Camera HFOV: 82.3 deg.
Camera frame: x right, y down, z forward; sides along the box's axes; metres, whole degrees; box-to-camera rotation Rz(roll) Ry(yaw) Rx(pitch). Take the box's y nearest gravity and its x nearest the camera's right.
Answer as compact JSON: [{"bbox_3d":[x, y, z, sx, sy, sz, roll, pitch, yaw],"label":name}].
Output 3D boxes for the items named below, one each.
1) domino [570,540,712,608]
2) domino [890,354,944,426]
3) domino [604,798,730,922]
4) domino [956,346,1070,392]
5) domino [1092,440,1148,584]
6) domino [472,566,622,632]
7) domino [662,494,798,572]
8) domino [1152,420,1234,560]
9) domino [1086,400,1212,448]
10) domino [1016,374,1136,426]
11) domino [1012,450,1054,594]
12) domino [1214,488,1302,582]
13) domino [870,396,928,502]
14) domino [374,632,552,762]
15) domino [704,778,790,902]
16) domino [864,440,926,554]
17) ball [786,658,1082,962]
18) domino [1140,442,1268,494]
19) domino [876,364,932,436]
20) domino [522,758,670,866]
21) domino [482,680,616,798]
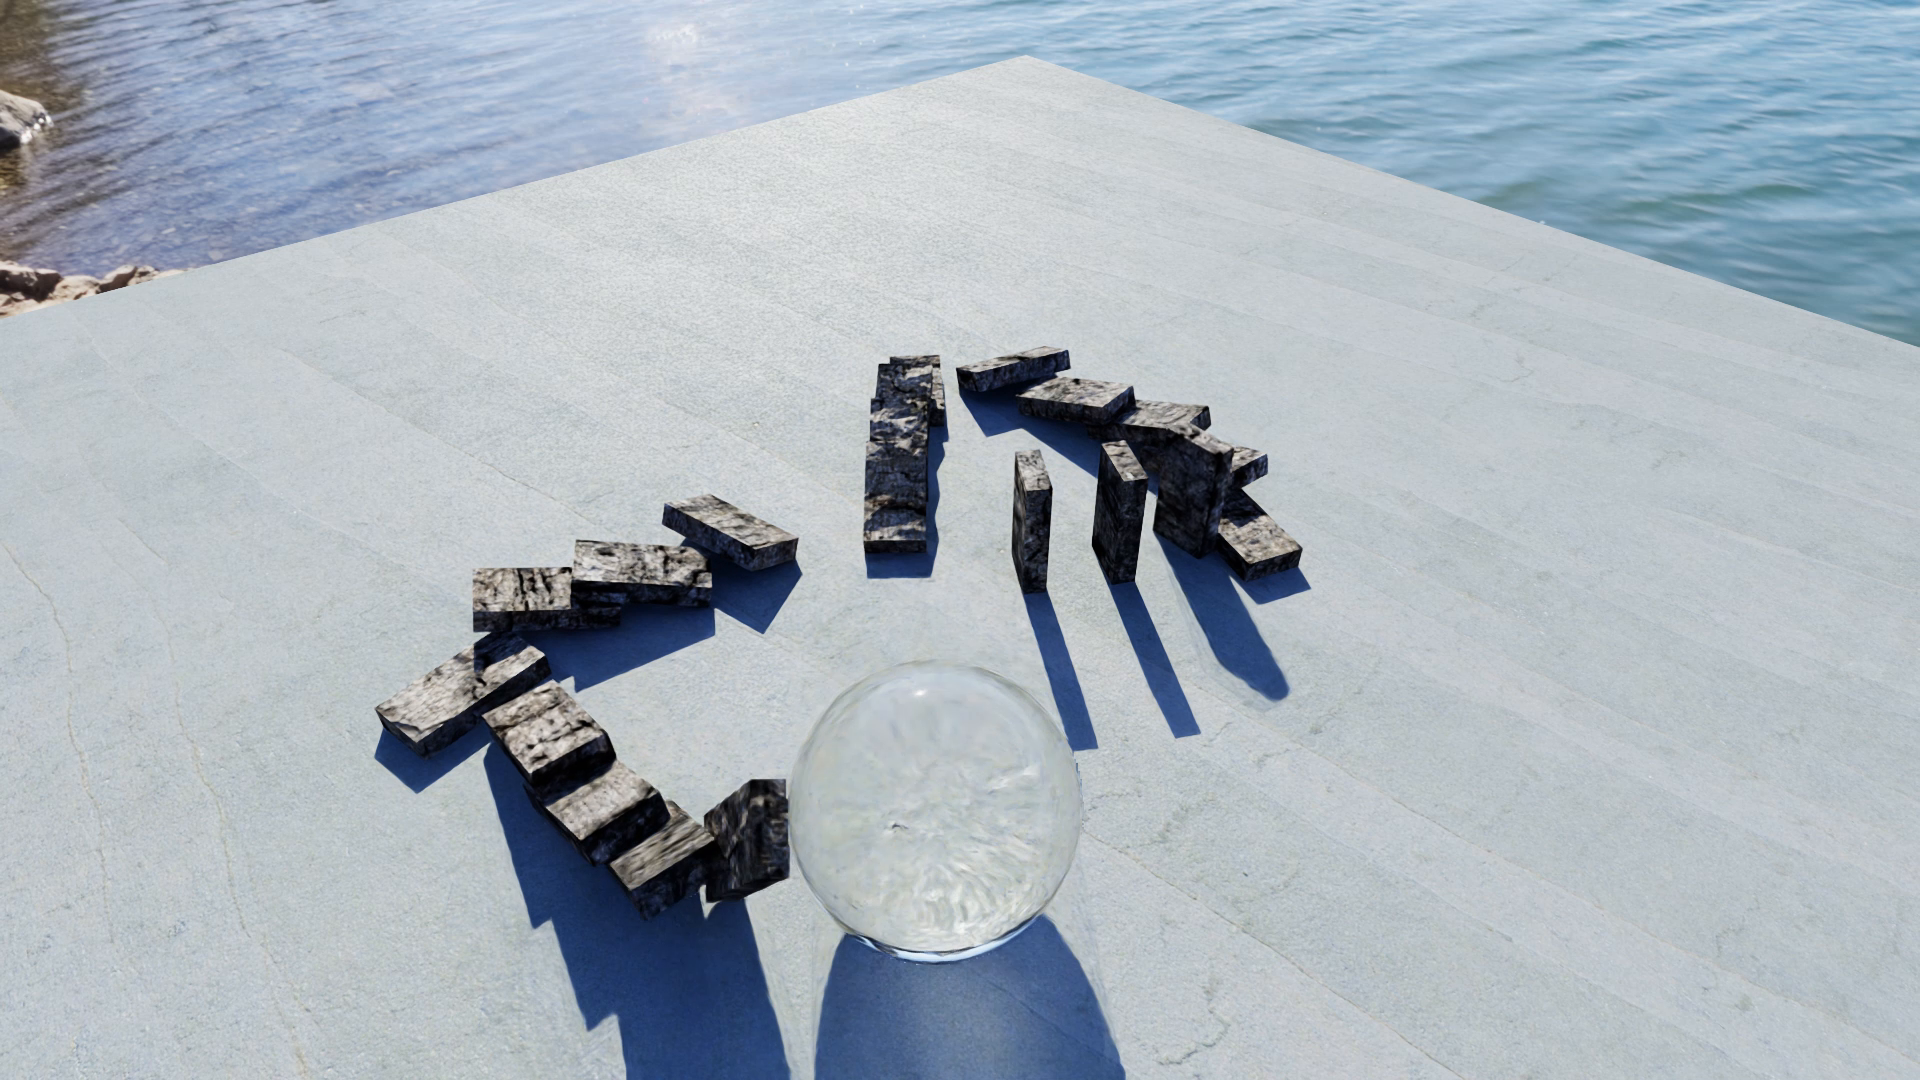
[{"bbox_3d":[-0.121,0.013,0.417,0.050,0.009,0.025,4,34,-18],"label":"domino"},{"bbox_3d":[-0.021,-0.072,0.532,0.025,0.010,0.050,-2,39,-3],"label":"domino"},{"bbox_3d":[-0.086,0.089,0.313,0.025,0.009,0.050,-29,14,-25],"label":"domino"},{"bbox_3d":[0.026,-0.084,0.539,0.050,0.010,0.025,-17,20,-19],"label":"domino"},{"bbox_3d":[0.061,-0.010,0.424,0.010,0.050,0.025,-9,40,-10],"label":"domino"},{"bbox_3d":[-0.153,0.021,0.407,0.050,0.009,0.025,0,37,-24],"label":"domino"},{"bbox_3d":[-0.092,-0.004,0.441,0.050,0.010,0.025,24,23,27],"label":"domino"},{"bbox_3d":[0.092,-0.019,0.435,0.009,0.050,0.025,-27,46,-30],"label":"domino"},{"bbox_3d":[0.085,-0.053,0.497,0.050,0.009,0.025,12,38,41],"label":"domino"},{"bbox_3d":[0.054,-0.066,0.513,0.050,0.010,0.025,14,39,40],"label":"domino"},{"bbox_3d":[0.027,-0.007,0.419,0.010,0.050,0.025,-5,40,-6],"label":"domino"},{"bbox_3d":[0.114,-0.005,0.449,0.025,0.010,0.050,-15,42,-17],"label":"domino"},{"bbox_3d":[-0.027,-0.040,0.480,0.025,0.010,0.050,-1,58,0],"label":"domino"},{"bbox_3d":[-0.171,0.052,0.380,0.025,0.009,0.050,26,46,28],"label":"domino"},{"bbox_3d":[-0.060,0.084,0.304,0.010,0.050,0.025,5,65,-26],"label":"domino"},{"bbox_3d":[-0.027,-0.018,0.454,0.025,0.009,0.050,-1,57,-1],"label":"domino"},{"bbox_3d":[-0.007,0.072,0.299,0.080,0.080,0.080,0,39,0],"label":"ball"},{"bbox_3d":[0.105,-0.034,0.475,0.025,0.009,0.050,-26,30,-28],"label":"domino"},{"bbox_3d":[-0.026,-0.058,0.502,0.025,0.009,0.050,2,58,2],"label":"domino"},{"bbox_3d":[-0.111,0.079,0.333,0.025,0.009,0.050,-30,27,-32],"label":"domino"},{"bbox_3d":[-0.133,0.063,0.355,0.025,0.009,0.050,-28,29,-30],"label":"domino"}]
